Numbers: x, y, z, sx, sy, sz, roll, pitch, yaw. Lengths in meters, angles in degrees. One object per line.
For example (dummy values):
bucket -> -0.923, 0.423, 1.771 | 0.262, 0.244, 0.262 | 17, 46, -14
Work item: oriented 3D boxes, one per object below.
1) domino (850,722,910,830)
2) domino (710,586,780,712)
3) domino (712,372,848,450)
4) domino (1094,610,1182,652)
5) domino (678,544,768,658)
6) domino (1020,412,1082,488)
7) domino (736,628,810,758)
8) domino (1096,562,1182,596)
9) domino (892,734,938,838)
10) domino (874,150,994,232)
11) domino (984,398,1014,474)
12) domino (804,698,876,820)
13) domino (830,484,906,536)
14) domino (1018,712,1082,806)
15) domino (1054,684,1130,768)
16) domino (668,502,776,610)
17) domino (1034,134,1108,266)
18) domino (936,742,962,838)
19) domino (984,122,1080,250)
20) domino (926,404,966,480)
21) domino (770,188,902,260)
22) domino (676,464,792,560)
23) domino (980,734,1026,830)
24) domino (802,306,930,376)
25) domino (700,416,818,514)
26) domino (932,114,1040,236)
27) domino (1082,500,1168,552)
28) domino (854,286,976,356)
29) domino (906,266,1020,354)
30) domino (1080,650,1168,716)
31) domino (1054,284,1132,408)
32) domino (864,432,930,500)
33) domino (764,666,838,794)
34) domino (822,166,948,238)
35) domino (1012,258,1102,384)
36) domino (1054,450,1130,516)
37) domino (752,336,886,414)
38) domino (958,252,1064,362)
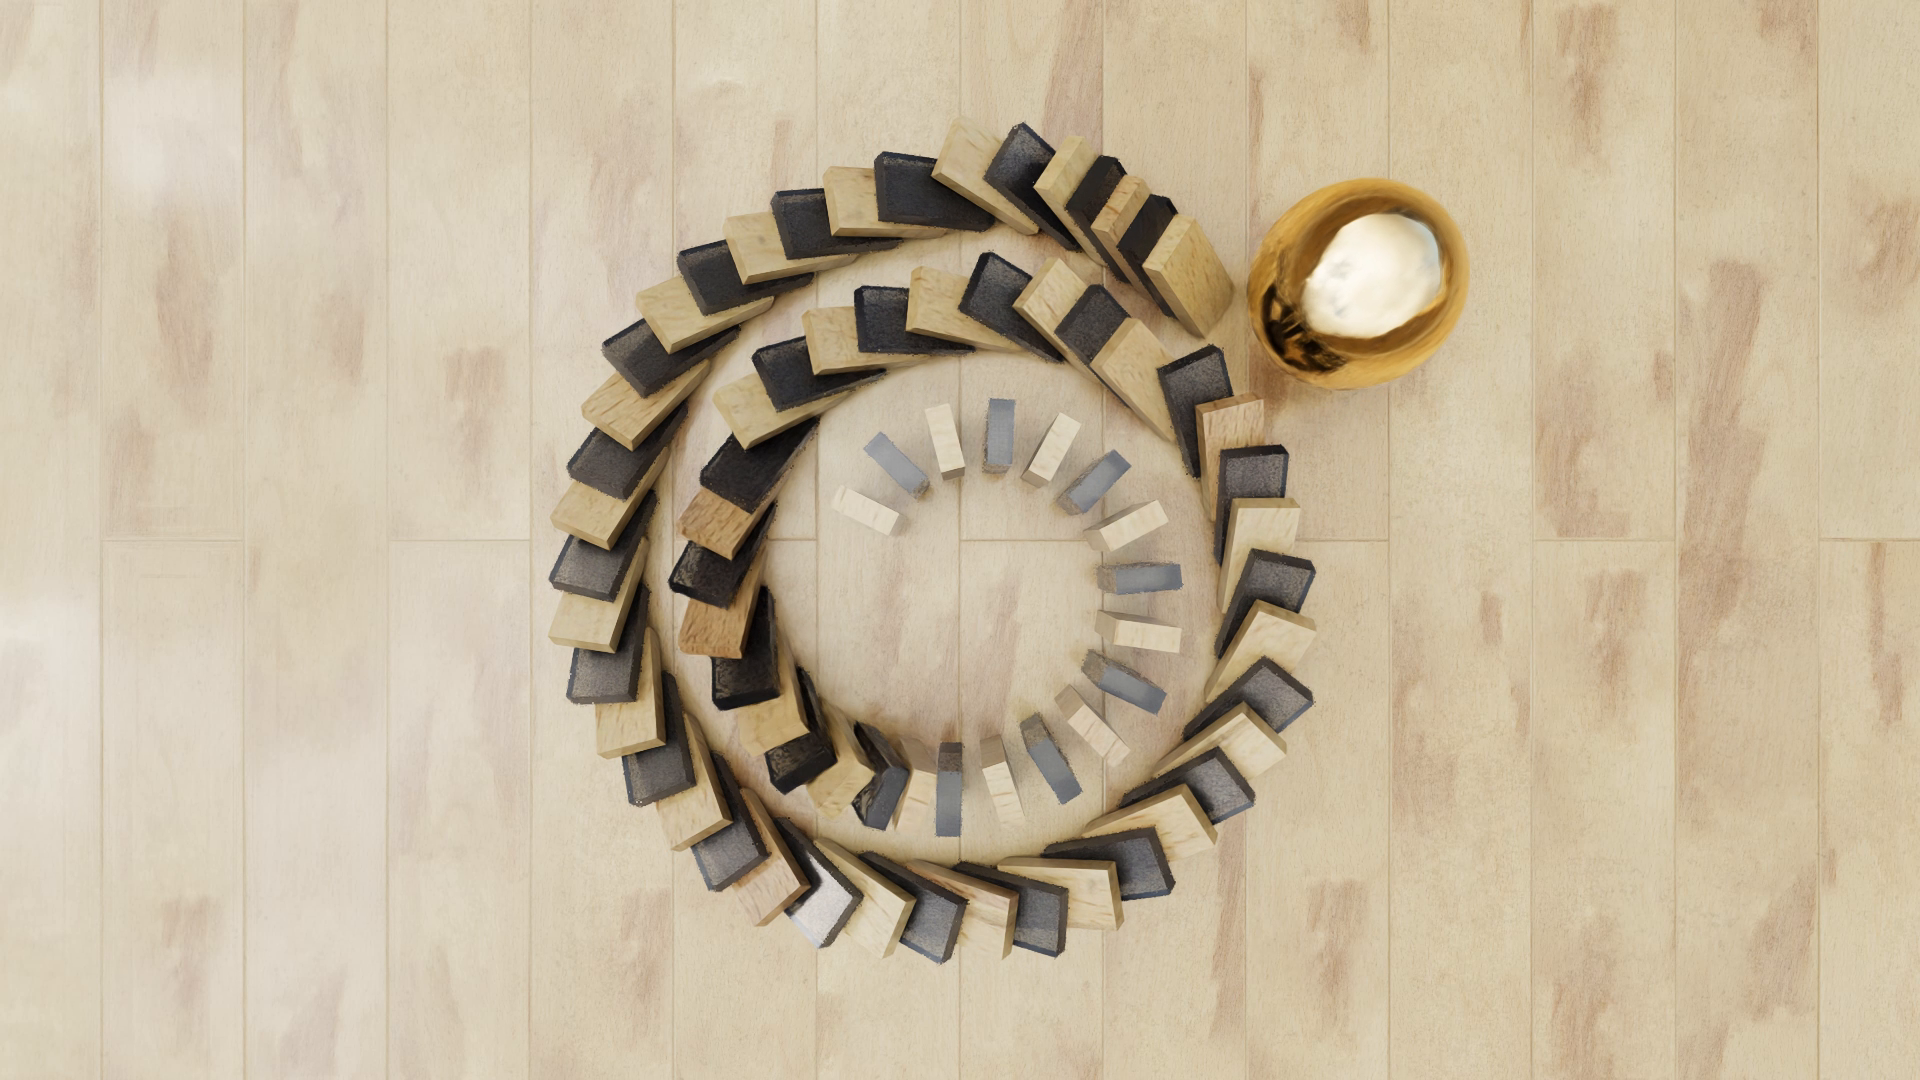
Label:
domino -> -0.037, 0.095, 0.375 | 0.009, 0.050, 0.025 | 24, 90, -23
domino -> -0.090, 0.044, 0.381 | 0.025, 0.010, 0.050 | -14, 51, 0
domino -> -0.075, -0.060, 0.383 | 0.050, 0.010, 0.025 | -33, 89, -31
domino -> 0.072, 0.037, 0.375 | 0.025, 0.050, 0.009 | 8, 90, 0
domino -> -0.098, 0.024, 0.382 | 0.025, 0.009, 0.050 | 6, 55, 0
domino -> 0.036, -0.036, 0.375 | 0.010, 0.050, 0.025 | 29, 90, 0
domino -> -0.080, 0.062, 0.379 | 0.025, 0.009, 0.050 | -24, 47, 0
domino -> 0.072, 0.015, 0.375 | 0.025, 0.050, 0.010 | -5, 90, 0
domino -> -0.021, 0.099, 0.375 | 0.009, 0.050, 0.025 | 17, 90, -12
domino -> -0.010, -0.145, 0.384 | 0.050, 0.010, 0.025 | -5, 90, -29
domino -> 0.016, -0.041, 0.375 | 0.009, 0.050, 0.025 | 3, 90, 0
domino -> -0.054, 0.089, 0.376 | 0.025, 0.050, 0.010 | -48, 122, 0
domino -> -0.036, -0.011, 0.375 | 0.025, 0.050, 0.010 | 26, 90, 0
domino -> 0.036, 0.088, 0.375 | 0.009, 0.050, 0.025 | -33, 90, 0
domino -> 0.053, 0.075, 0.375 | 0.009, 0.050, 0.025 | -45, 90, 0
domino -> -0.098, 0.002, 0.383 | 0.025, 0.010, 0.050 | 19, 57, 0
domino -> 0.054, -0.139, 0.379 | 0.050, 0.009, 0.025 | 34, 90, -44
domino -> -0.004, 0.101, 0.375 | 0.010, 0.050, 0.025 | 2, 90, 0
domino -> 0.036, -0.147, 0.384 | 0.050, 0.010, 0.025 | 30, 90, -29
domino -> -0.006, -0.039, 0.375 | 0.010, 0.050, 0.025 | -14, 90, 0
domino -> -0.051, -0.134, 0.384 | 0.050, 0.010, 0.025 | -16, 90, -28
domino -> -0.093, -0.018, 0.383 | 0.025, 0.009, 0.050 | 27, 59, 0
domino -> 0.017, 0.098, 0.375 | 0.009, 0.050, 0.025 | -19, 90, 0
domino -> -0.039, -0.085, 0.384 | 0.050, 0.010, 0.025 | -12, 90, -29
domino -> -0.084, -0.037, 0.384 | 0.025, 0.010, 0.050 | 31, 60, 0
domino -> 0.015, -0.152, 0.384 | 0.050, 0.010, 0.025 | 22, 90, -29
domino -> 0.067, -0.006, 0.375 | 0.025, 0.050, 0.009 | -28, 90, 0
domino -> -0.019, -0.091, 0.384 | 0.050, 0.010, 0.025 | -5, 90, -29
domino -> 0.003, -0.096, 0.384 | 0.050, 0.009, 0.025 | 6, 90, -30
domino -> 0.066, 0.058, 0.375 | 0.025, 0.050, 0.010 | 25, 90, 0
domino -> 0.065, -0.080, 0.384 | 0.050, 0.009, 0.025 | 38, 89, -28
domino -> -0.025, -0.030, 0.375 | 0.025, 0.050, 0.009 | 44, 90, 0
domino -> -0.069, 0.077, 0.378 | 0.025, 0.050, 0.009 | -31, 130, 0
domino -> -0.031, -0.141, 0.384 | 0.050, 0.009, 0.025 | -9, 90, -28
domino -> 0.048, -0.091, 0.384 | 0.050, 0.010, 0.025 | 37, 89, -28
domino -> 0.054, -0.023, 0.375 | 0.010, 0.050, 0.025 | 44, 90, 0
domino -> -0.058, -0.073, 0.383 | 0.050, 0.009, 0.025 | -25, 89, -30
domino -> 0.026, -0.097, 0.384 | 0.050, 0.009, 0.025 | 23, 90, -29
